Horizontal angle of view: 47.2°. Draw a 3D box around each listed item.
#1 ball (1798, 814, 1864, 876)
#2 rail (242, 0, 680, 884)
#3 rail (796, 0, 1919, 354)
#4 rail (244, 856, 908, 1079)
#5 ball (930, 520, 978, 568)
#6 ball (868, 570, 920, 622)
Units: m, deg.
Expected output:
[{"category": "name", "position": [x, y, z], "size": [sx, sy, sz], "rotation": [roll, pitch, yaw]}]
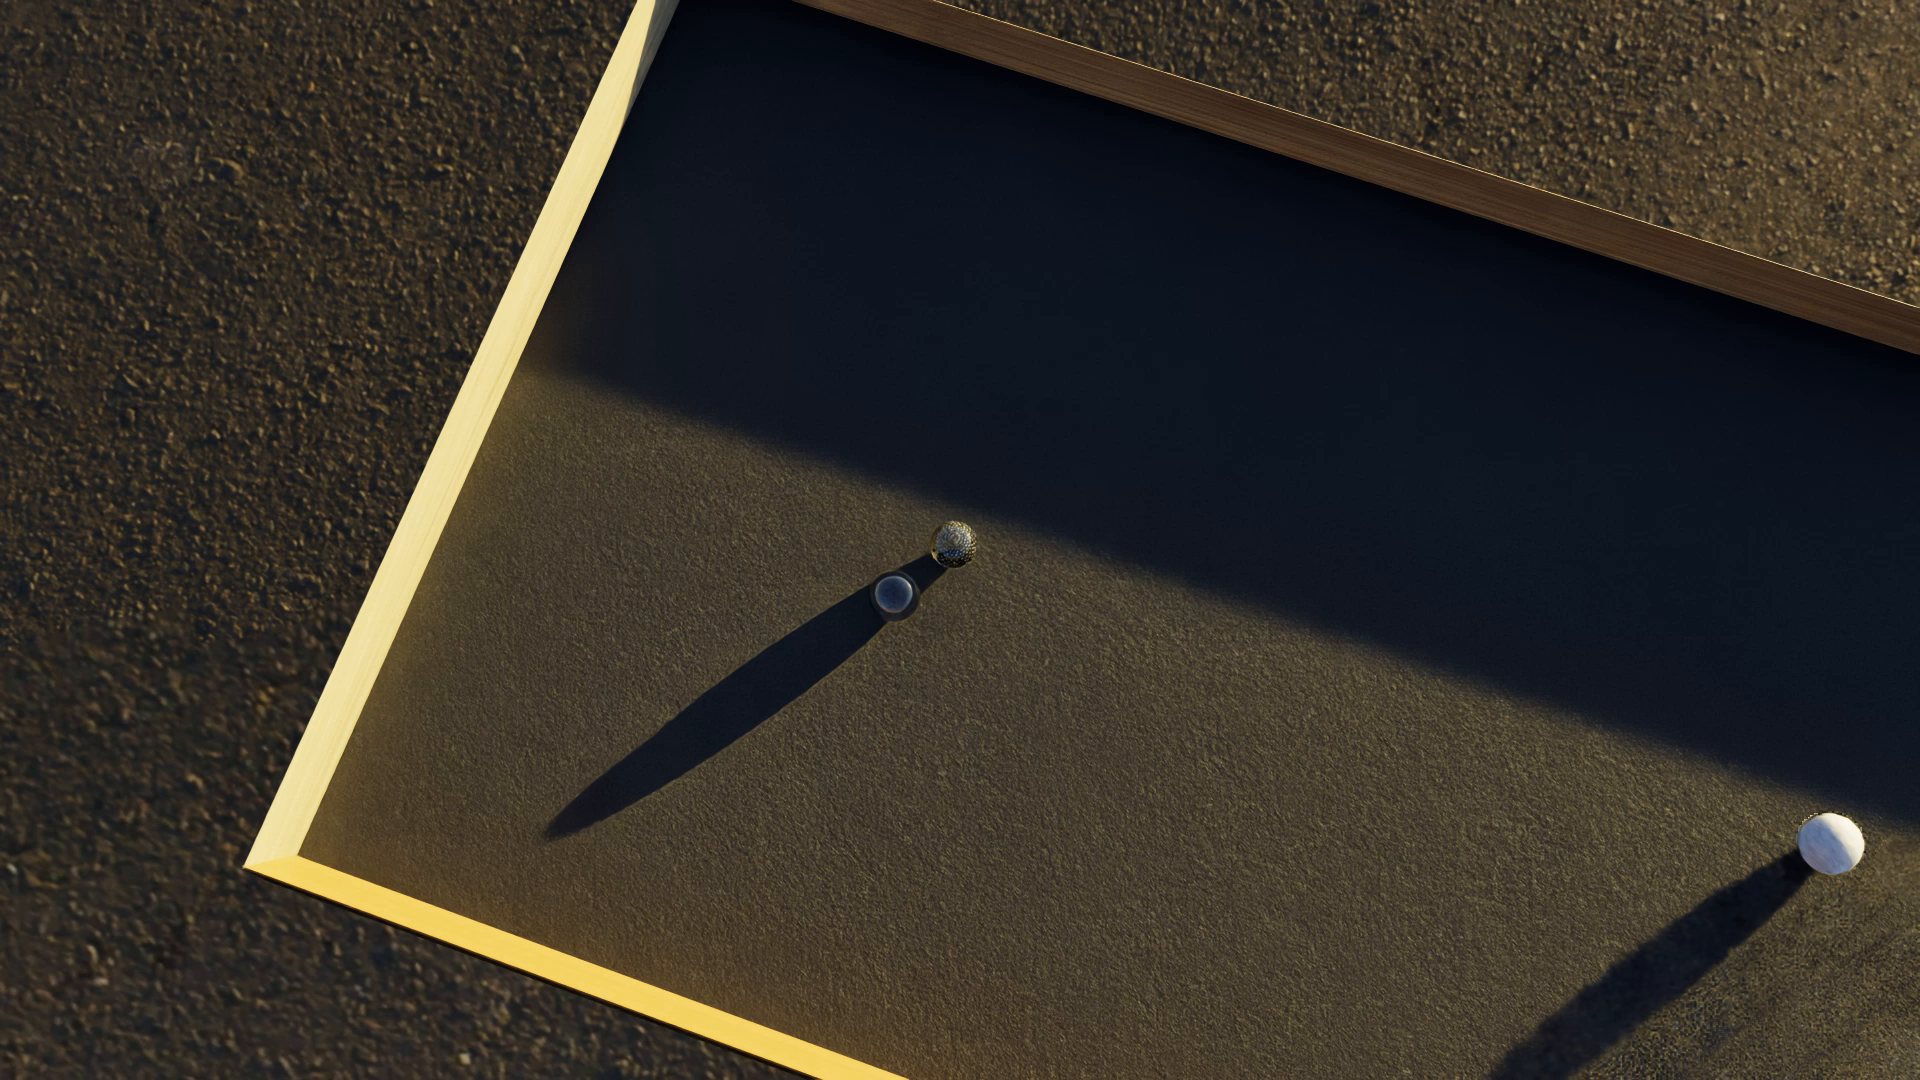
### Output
[{"category": "ball", "position": [1.284, 0.448, 3.241], "size": [0.090, 0.090, 0.090], "rotation": [0, 72, 0]}, {"category": "rail", "position": [-0.730, -0.253, 3.449], "size": [0.045, 0.117, 1.670], "rotation": [19, 73, 6]}, {"category": "rail", "position": [1.024, -0.480, 3.522], "size": [3.193, 0.117, 0.045], "rotation": [19, 73, 6]}, {"category": "rail", "position": [0.481, 0.976, 3.057], "size": [3.193, 0.117, 0.045], "rotation": [19, 73, 6]}, {"category": "ball", "position": [-0.009, 0.007, 3.390], "size": [0.075, 0.075, 0.075], "rotation": [0, 72, 0]}, {"category": "ball", "position": [-0.100, 0.086, 3.362], "size": [0.080, 0.080, 0.080], "rotation": [0, 72, 0]}]
